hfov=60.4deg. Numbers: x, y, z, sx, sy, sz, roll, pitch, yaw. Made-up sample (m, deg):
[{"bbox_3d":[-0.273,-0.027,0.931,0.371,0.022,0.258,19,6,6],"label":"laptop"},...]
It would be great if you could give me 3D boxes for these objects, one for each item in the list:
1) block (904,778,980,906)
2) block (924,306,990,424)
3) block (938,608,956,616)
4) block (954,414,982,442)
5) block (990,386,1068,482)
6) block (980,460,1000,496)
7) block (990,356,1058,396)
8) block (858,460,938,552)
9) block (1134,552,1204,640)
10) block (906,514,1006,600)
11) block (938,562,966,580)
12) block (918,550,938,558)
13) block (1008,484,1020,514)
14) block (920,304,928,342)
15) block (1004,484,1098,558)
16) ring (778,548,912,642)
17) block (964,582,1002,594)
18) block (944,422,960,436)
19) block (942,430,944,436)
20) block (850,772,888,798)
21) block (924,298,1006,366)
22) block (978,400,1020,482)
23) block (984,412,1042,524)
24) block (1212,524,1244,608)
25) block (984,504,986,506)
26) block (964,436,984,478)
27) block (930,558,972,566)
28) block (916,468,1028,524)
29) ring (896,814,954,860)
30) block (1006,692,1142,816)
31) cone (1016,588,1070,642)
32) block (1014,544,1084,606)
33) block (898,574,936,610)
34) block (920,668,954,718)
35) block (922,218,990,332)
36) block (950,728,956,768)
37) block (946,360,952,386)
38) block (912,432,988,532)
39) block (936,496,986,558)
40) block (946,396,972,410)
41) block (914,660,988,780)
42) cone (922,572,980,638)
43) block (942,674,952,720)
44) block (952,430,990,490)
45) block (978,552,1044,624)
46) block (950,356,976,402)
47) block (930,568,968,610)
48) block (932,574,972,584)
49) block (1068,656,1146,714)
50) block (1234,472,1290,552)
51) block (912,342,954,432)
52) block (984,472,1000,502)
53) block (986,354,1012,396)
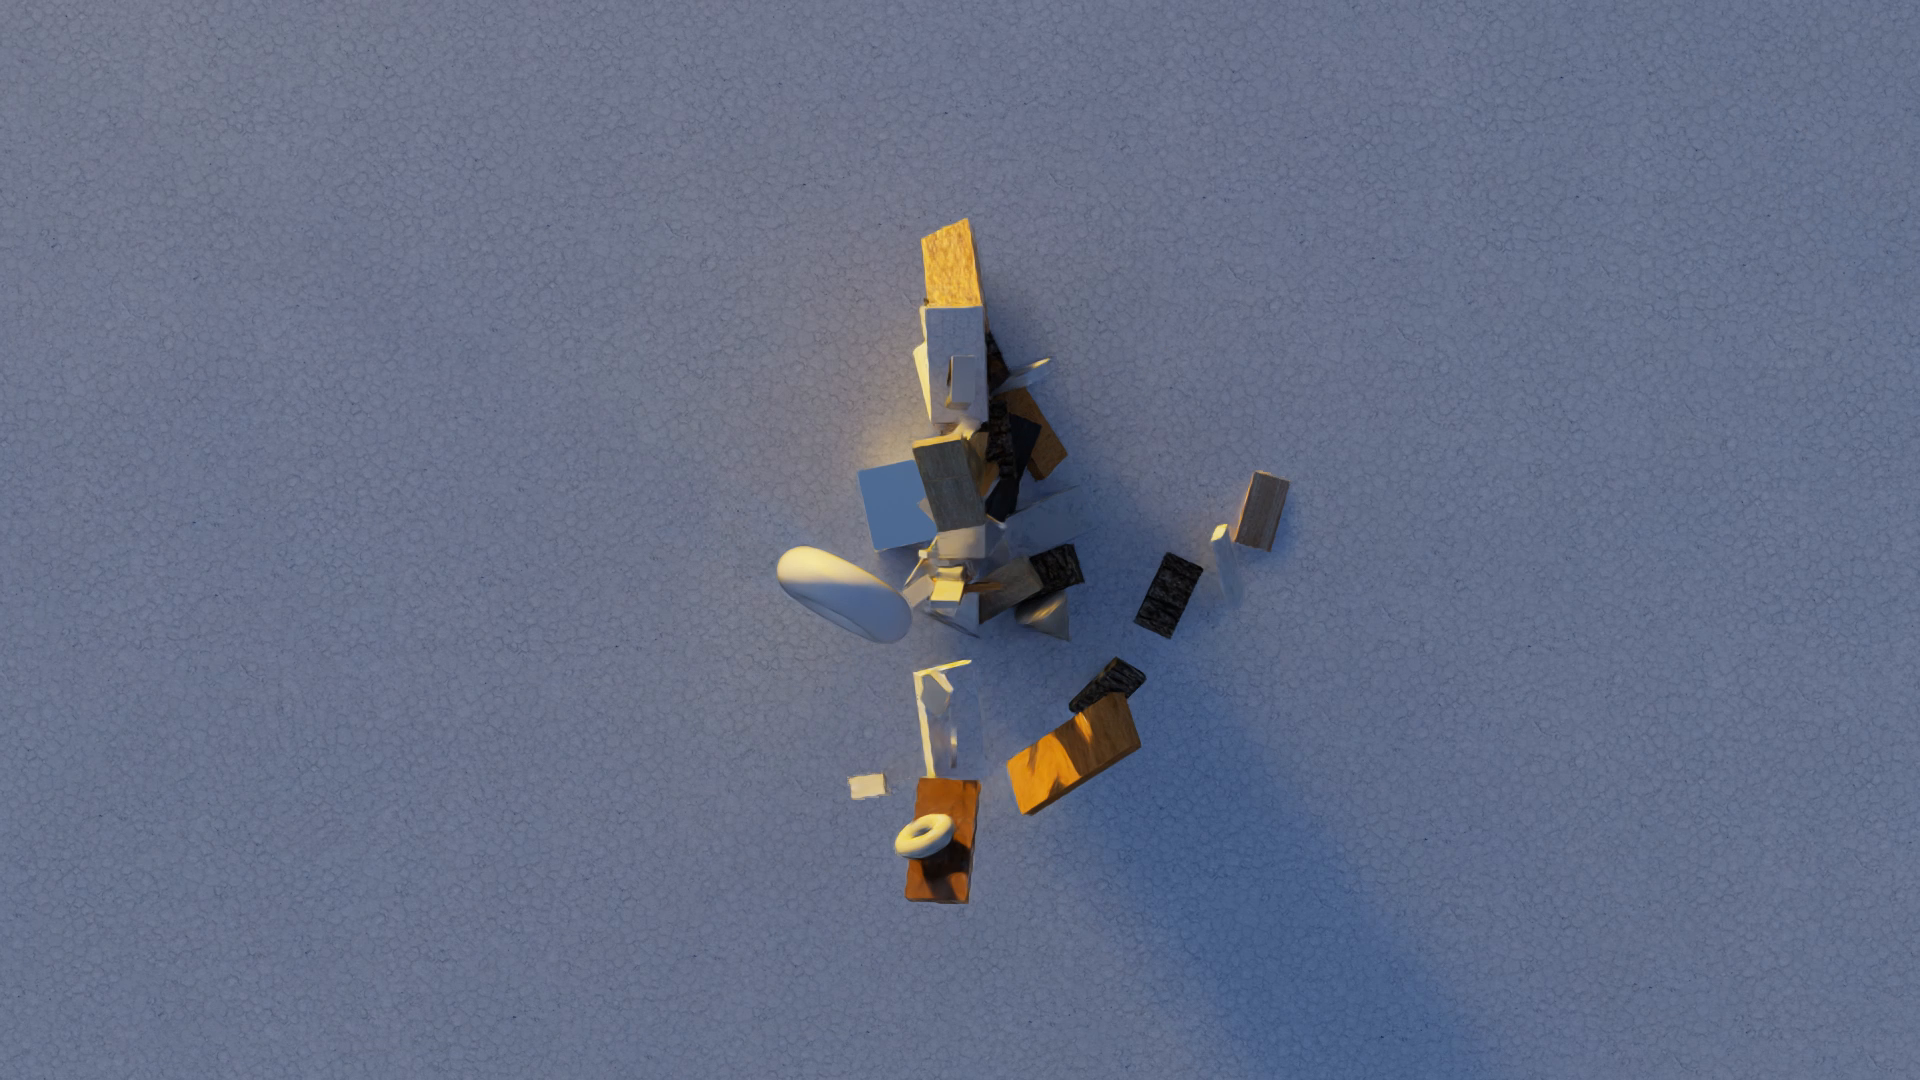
[{"bbox_3d":[-0.049,0.882,4.837,0.179,0.051,0.358,1,64,12],"label":"block"},{"bbox_3d":[-0.007,-0.521,4.898,0.170,0.048,0.339,-1,103,8],"label":"block"},{"bbox_3d":[-0.028,0.179,5.146,0.056,0.016,0.112,15,86,4],"label":"block"},{"bbox_3d":[0.014,-0.310,4.792,0.053,0.015,0.105,28,73,26],"label":"block"},{"bbox_3d":[0.217,-0.354,5.291,0.302,0.043,0.151,56,48,-14],"label":"block"},{"bbox_3d":[0.039,-0.177,4.988,0.113,0.226,0.032,-10,111,18],"label":"block"},{"bbox_3d":[0.147,-0.499,5.186,0.123,0.413,0.035,-34,102,-27],"label":"block"},{"bbox_3d":[-0.172,-0.118,5.370,0.260,0.260,0.260,-12,90,0],"label":"block"},{"bbox_3d":[0.692,0.184,5.482,0.130,0.037,0.260,25,90,0],"label":"block"},{"bbox_3d":[-0.014,0.050,5.177,0.164,0.047,0.329,32,108,-8],"label":"block"},{"bbox_3d":[-0.025,0.090,5.026,0.069,0.196,0.020,2,100,5],"label":"block"},{"bbox_3d":[-0.050,0.041,5.048,0.138,0.069,0.020,-2,93,-21],"label":"block"},{"bbox_3d":[0.133,-0.218,5.372,0.043,0.151,0.302,29,122,37],"label":"block"},{"bbox_3d":[-0.074,-0.680,5.272,0.086,0.024,0.172,-19,63,19],"label":"block"},{"bbox_3d":[0.291,-0.056,5.469,0.302,0.043,0.151,-24,97,0],"label":"block"},{"bbox_3d":[-0.305,0.145,4.355,0.388,0.388,0.129,28,79,0],"label":"ring"},{"bbox_3d":[0.037,0.147,5.073,0.164,0.082,0.023,-6,92,-23],"label":"block"},{"bbox_3d":[-0.011,-0.469,5.104,0.113,0.032,0.365,-27,47,23],"label":"block"},{"bbox_3d":[0.005,-0.436,5.422,0.157,0.044,0.314,-9,102,1],"label":"block"},{"bbox_3d":[-0.266,0.716,4.803,0.121,0.017,0.060,-14,80,33],"label":"block"},{"bbox_3d":[0.016,-0.668,5.355,0.157,0.044,0.314,-23,82,-1],"label":"block"},{"bbox_3d":[0.099,-0.304,5.081,0.123,0.035,0.246,-4,104,27],"label":"block"},{"bbox_3d":[0.118,-0.236,5.176,0.164,0.047,0.329,22,90,-5],"label":"block"},{"bbox_3d":[0.876,0.086,5.403,0.035,0.122,0.244,-9,109,22],"label":"block"},{"bbox_3d":[0.030,-0.075,5.032,0.062,0.123,0.017,7,121,19],"label":"block"},{"bbox_3d":[-0.024,-0.230,4.712,0.139,0.300,0.039,-4,77,10],"label":"block"},{"bbox_3d":[-0.028,0.061,5.074,0.069,0.138,0.020,6,99,30],"label":"block"},{"bbox_3d":[0.038,-0.168,5.218,0.329,0.047,0.164,-45,94,-3],"label":"block"},{"bbox_3d":[-0.099,0.850,4.731,0.182,0.182,0.061,-25,105,0],"label":"ring"},{"bbox_3d":[0.341,0.655,5.031,0.502,0.051,0.179,-39,55,38],"label":"block"},{"bbox_3d":[0.316,0.274,5.456,0.195,0.195,0.195,-38,117,0],"label":"cone"},{"bbox_3d":[0.270,0.114,5.410,0.260,0.037,0.130,-21,81,30],"label":"block"},{"bbox_3d":[-0.129,0.161,5.106,0.112,0.016,0.056,-37,78,0],"label":"block"},{"bbox_3d":[-0.068,0.445,4.775,0.023,0.164,0.082,-34,71,-29],"label":"block"},{"bbox_3d":[-0.018,-0.808,5.183,0.170,0.620,0.048,-23,128,13],"label":"block"},{"bbox_3d":[-0.018,0.613,4.873,0.017,0.121,0.060,0,49,-1],"label":"block"},{"bbox_3d":[-0.002,-0.486,4.811,0.067,0.133,0.019,-1,71,-5],"label":"block"},{"bbox_3d":[-0.027,-0.158,4.588,0.139,0.039,0.278,-10,120,13],"label":"block"},{"bbox_3d":[0.004,-0.037,4.800,0.139,0.278,0.039,1,58,2],"label":"block"},{"bbox_3d":[-0.002,-0.406,4.826,0.067,0.133,0.019,3,81,-6],"label":"block"},{"bbox_3d":[-0.026,0.559,4.991,0.179,0.051,0.358,-12,101,-26],"label":"block"},{"bbox_3d":[0.016,0.183,5.410,0.209,0.209,0.209,25,83,0],"label":"cone"},{"bbox_3d":[-0.042,0.463,4.883,0.017,0.060,0.121,-7,111,1],"label":"block"},{"bbox_3d":[0.016,-0.222,4.897,0.113,0.032,0.226,3,58,13],"label":"block"},{"bbox_3d":[0.137,0.162,5.426,0.260,0.037,0.130,-31,88,25],"label":"block"},{"bbox_3d":[0.009,-0.462,4.741,0.067,0.019,0.133,1,98,-5],"label":"block"},{"bbox_3d":[-0.029,0.140,4.907,0.082,0.445,0.023,2,102,3],"label":"block"},{"bbox_3d":[-0.023,0.123,5.102,0.112,0.056,0.016,-12,106,-39],"label":"block"},{"bbox_3d":[0.482,0.498,5.397,0.122,0.035,0.244,32,117,-21],"label":"block"},{"bbox_3d":[1.003,-0.094,5.483,0.122,0.035,0.244,16,90,0],"label":"block"},{"bbox_3d":[-0.037,-0.506,5.091,0.170,0.048,0.339,-32,46,18],"label":"block"},{"bbox_3d":[0.038,-0.128,5.001,0.087,0.255,0.025,-3,123,27],"label":"block"},{"bbox_3d":[0.082,-0.512,5.185,0.123,0.246,0.035,-43,108,3],"label":"block"}]
